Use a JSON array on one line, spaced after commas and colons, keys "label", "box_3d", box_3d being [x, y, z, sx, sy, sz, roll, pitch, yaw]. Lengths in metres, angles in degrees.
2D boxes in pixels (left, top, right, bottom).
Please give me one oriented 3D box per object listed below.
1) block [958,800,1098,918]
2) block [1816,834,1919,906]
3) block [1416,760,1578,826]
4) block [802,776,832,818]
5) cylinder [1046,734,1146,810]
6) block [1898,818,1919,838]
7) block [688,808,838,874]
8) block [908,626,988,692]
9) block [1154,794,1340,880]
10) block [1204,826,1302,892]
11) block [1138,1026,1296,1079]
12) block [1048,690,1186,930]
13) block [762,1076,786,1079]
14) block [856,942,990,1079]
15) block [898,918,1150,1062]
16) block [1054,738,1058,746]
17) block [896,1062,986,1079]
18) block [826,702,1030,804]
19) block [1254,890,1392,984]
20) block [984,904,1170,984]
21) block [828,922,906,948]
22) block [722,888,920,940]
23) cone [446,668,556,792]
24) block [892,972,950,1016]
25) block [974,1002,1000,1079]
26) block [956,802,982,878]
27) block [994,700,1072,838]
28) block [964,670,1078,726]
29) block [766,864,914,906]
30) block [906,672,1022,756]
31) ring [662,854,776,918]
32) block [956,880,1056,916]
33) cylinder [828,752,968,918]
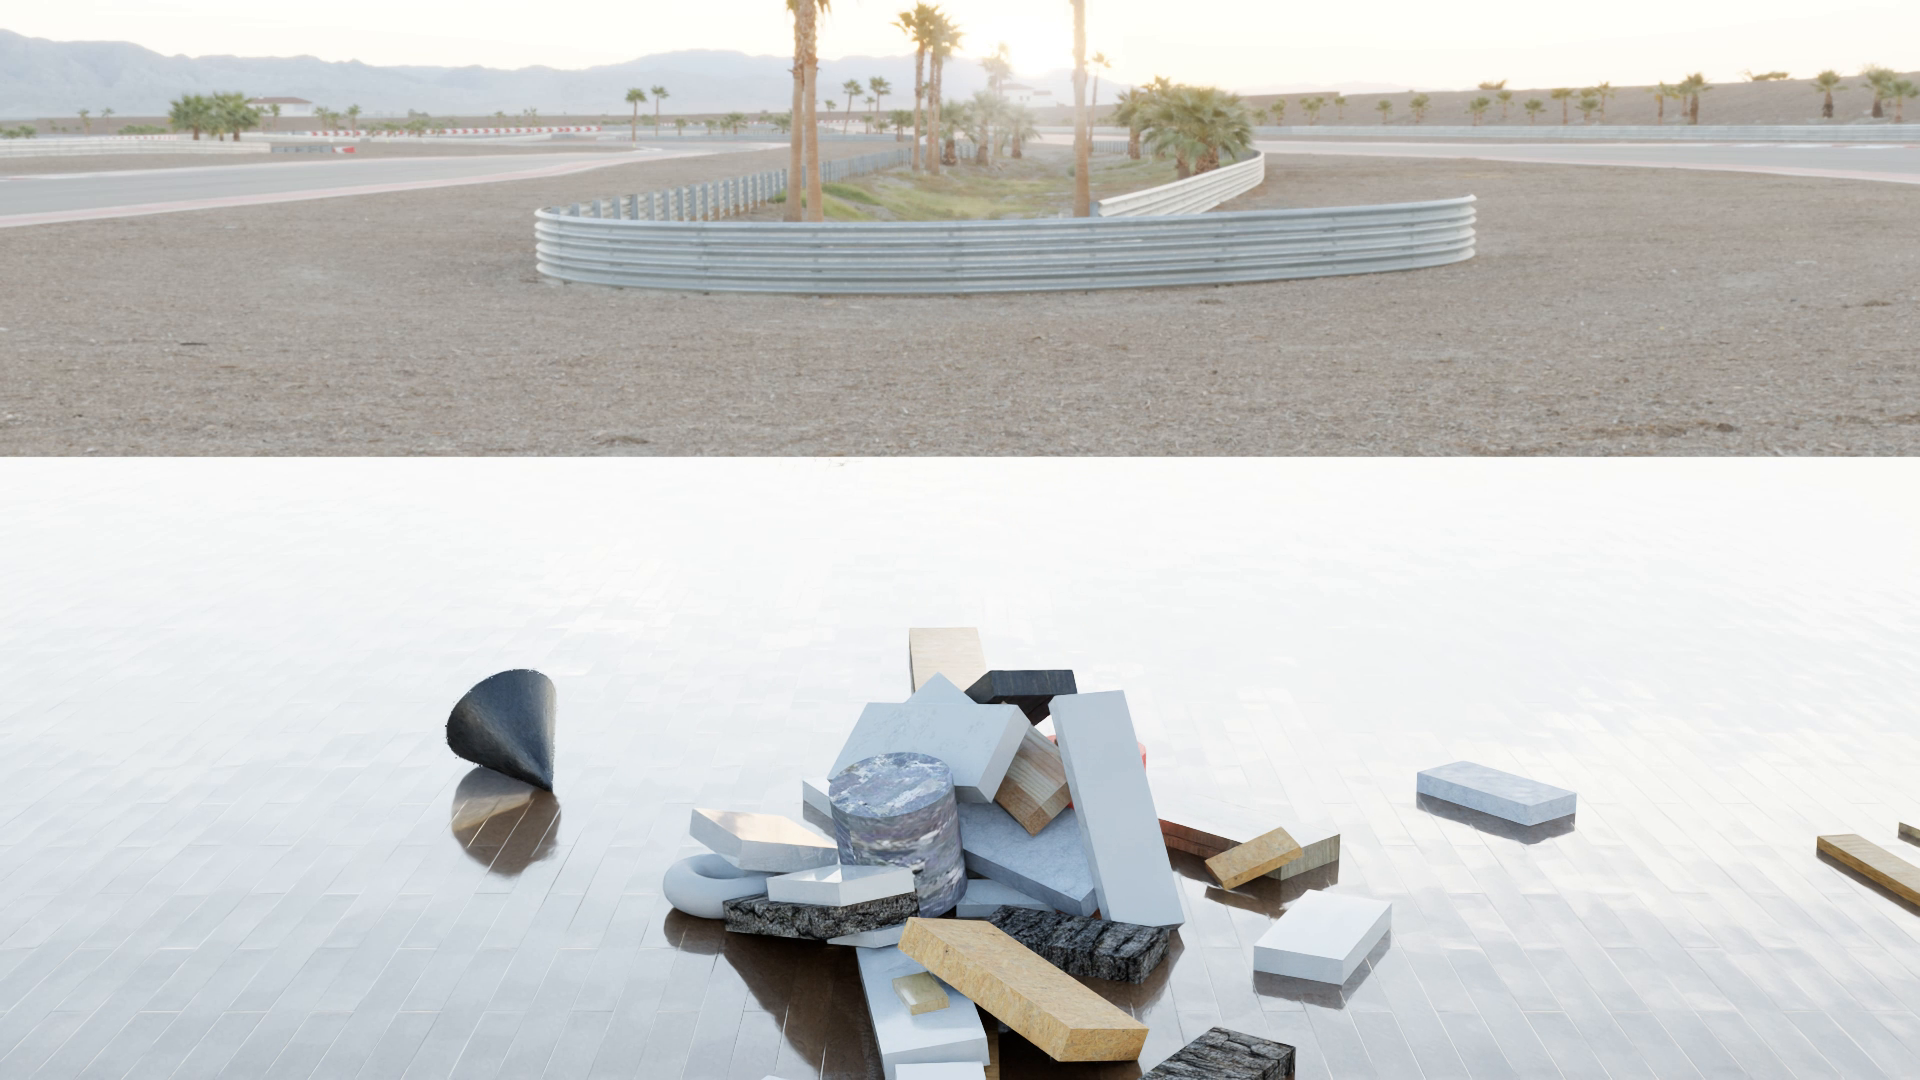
[{"label": "block", "box_3d": [0.125, 0.506, 3.638, 0.327, 0.046, 0.163, 19, 46, 38]}, {"label": "block", "box_3d": [1.591, 0.569, 3.725, 0.074, 0.021, 0.387, -2, 11, -10]}, {"label": "block", "box_3d": [1.015, 0.478, 4.169, 0.135, 0.038, 0.271, -8, 13, -36]}, {"label": "block", "box_3d": [-0.179, 0.491, 4.099, 0.135, 0.038, 0.269, -5, 12, -27]}, {"label": "cylinder", "box_3d": [0.217, 0.460, 3.801, 0.207, 0.207, 0.207, 0, 11, 0]}, {"label": "block", "box_3d": [1.756, 0.528, 3.958, 0.059, 0.017, 0.117, -4, 11, -20]}, {"label": "block", "box_3d": [-0.338, 0.513, 3.748, 0.167, 0.047, 0.335, 8, -1, -21]}, {"label": "block", "box_3d": [-0.012, 0.359, 4.780, 0.167, 0.047, 1.324, 0, 11, -3]}, {"label": "block", "box_3d": [0.492, 0.523, 3.901, 0.163, 0.046, 0.327, -10, 14, -43]}, {"label": "block", "box_3d": [0.497, 0.539, 3.720, 0.148, 0.021, 0.074, -22, 26, -10]}, {"label": "block", "box_3d": [0.333, 0.714, 2.908, 0.123, 0.035, 0.247, 7, 13, 34]}, {"label": "block", "box_3d": [0.251, 0.438, 3.554, 0.123, 0.404, 0.035, -4, -26, -20]}, {"label": "block", "box_3d": [-0.220, 0.729, 2.881, 0.107, 0.015, 0.054, 6, 12, 27]}, {"label": "block", "box_3d": [-0.058, 0.647, 3.077, 0.139, 0.039, 0.404, -8, 10, -6]}, {"label": "block", "box_3d": [0.085, 0.623, 3.063, 0.167, 0.047, 0.335, 13, 9, -46]}, {"label": "block", "box_3d": [0.220, 0.361, 3.711, 0.074, 0.021, 0.148, -4, 11, -19]}, {"label": "block", "box_3d": [-0.018, 0.714, 2.742, 0.112, 0.032, 0.225, -1, 11, -5]}, {"label": "block", "box_3d": [-0.056, 0.357, 3.725, 0.335, 0.047, 0.167, -2, 47, 40]}, {"label": "block", "box_3d": [0.567, 0.615, 3.424, 0.139, 0.039, 0.277, 5, 12, 25]}, {"label": "block", "box_3d": [0.169, 0.622, 3.390, 0.277, 0.039, 0.139, 4, 11, 23]}, {"label": "block", "box_3d": [-0.130, 0.592, 3.312, 0.080, 0.023, 0.160, -7, -3, -30]}, {"label": "block", "box_3d": [-0.219, 0.572, 3.401, 0.167, 0.047, 0.335, -7, -3, -32]}, {"label": "cone", "box_3d": [-0.848, 0.418, 4.305, 0.237, 0.237, 0.237, -8, 40, -37]}, {"label": "block", "box_3d": [-0.055, 0.626, 3.039, 0.054, 0.015, 0.107, -10, 11, -14]}, {"label": "block", "box_3d": [-0.006, 0.775, 2.586, 0.113, 0.032, 1.233, 0, 11, 0]}, {"label": "block", "box_3d": [-0.038, 0.465, 3.797, 0.135, 0.038, 0.271, -4, 46, -5]}, {"label": "block", "box_3d": [0.097, 0.382, 3.705, 0.135, 0.038, 0.269, -42, 34, -8]}, {"label": "block", "box_3d": [0.056, 0.317, 3.962, 0.167, 0.047, 0.335, 1, -25, -28]}, {"label": "block", "box_3d": [-0.184, 0.523, 3.336, 0.123, 0.035, 0.247, -7, -3, -31]}, {"label": "block", "box_3d": [-0.015, 0.336, 3.791, 0.135, 0.038, 0.269, -42, 35, -8]}, {"label": "ring", "box_3d": [-0.392, 0.568, 3.613, 0.191, 0.064, 0.191, 4, 11, -1]}, {"label": "block", "box_3d": [0.073, 0.585, 3.596, 0.160, 0.023, 0.080, 0, 21, -2]}, {"label": "cylinder", "box_3d": [-0.099, 0.483, 3.569, 0.202, 0.202, 0.202, -6, 24, 3]}]
